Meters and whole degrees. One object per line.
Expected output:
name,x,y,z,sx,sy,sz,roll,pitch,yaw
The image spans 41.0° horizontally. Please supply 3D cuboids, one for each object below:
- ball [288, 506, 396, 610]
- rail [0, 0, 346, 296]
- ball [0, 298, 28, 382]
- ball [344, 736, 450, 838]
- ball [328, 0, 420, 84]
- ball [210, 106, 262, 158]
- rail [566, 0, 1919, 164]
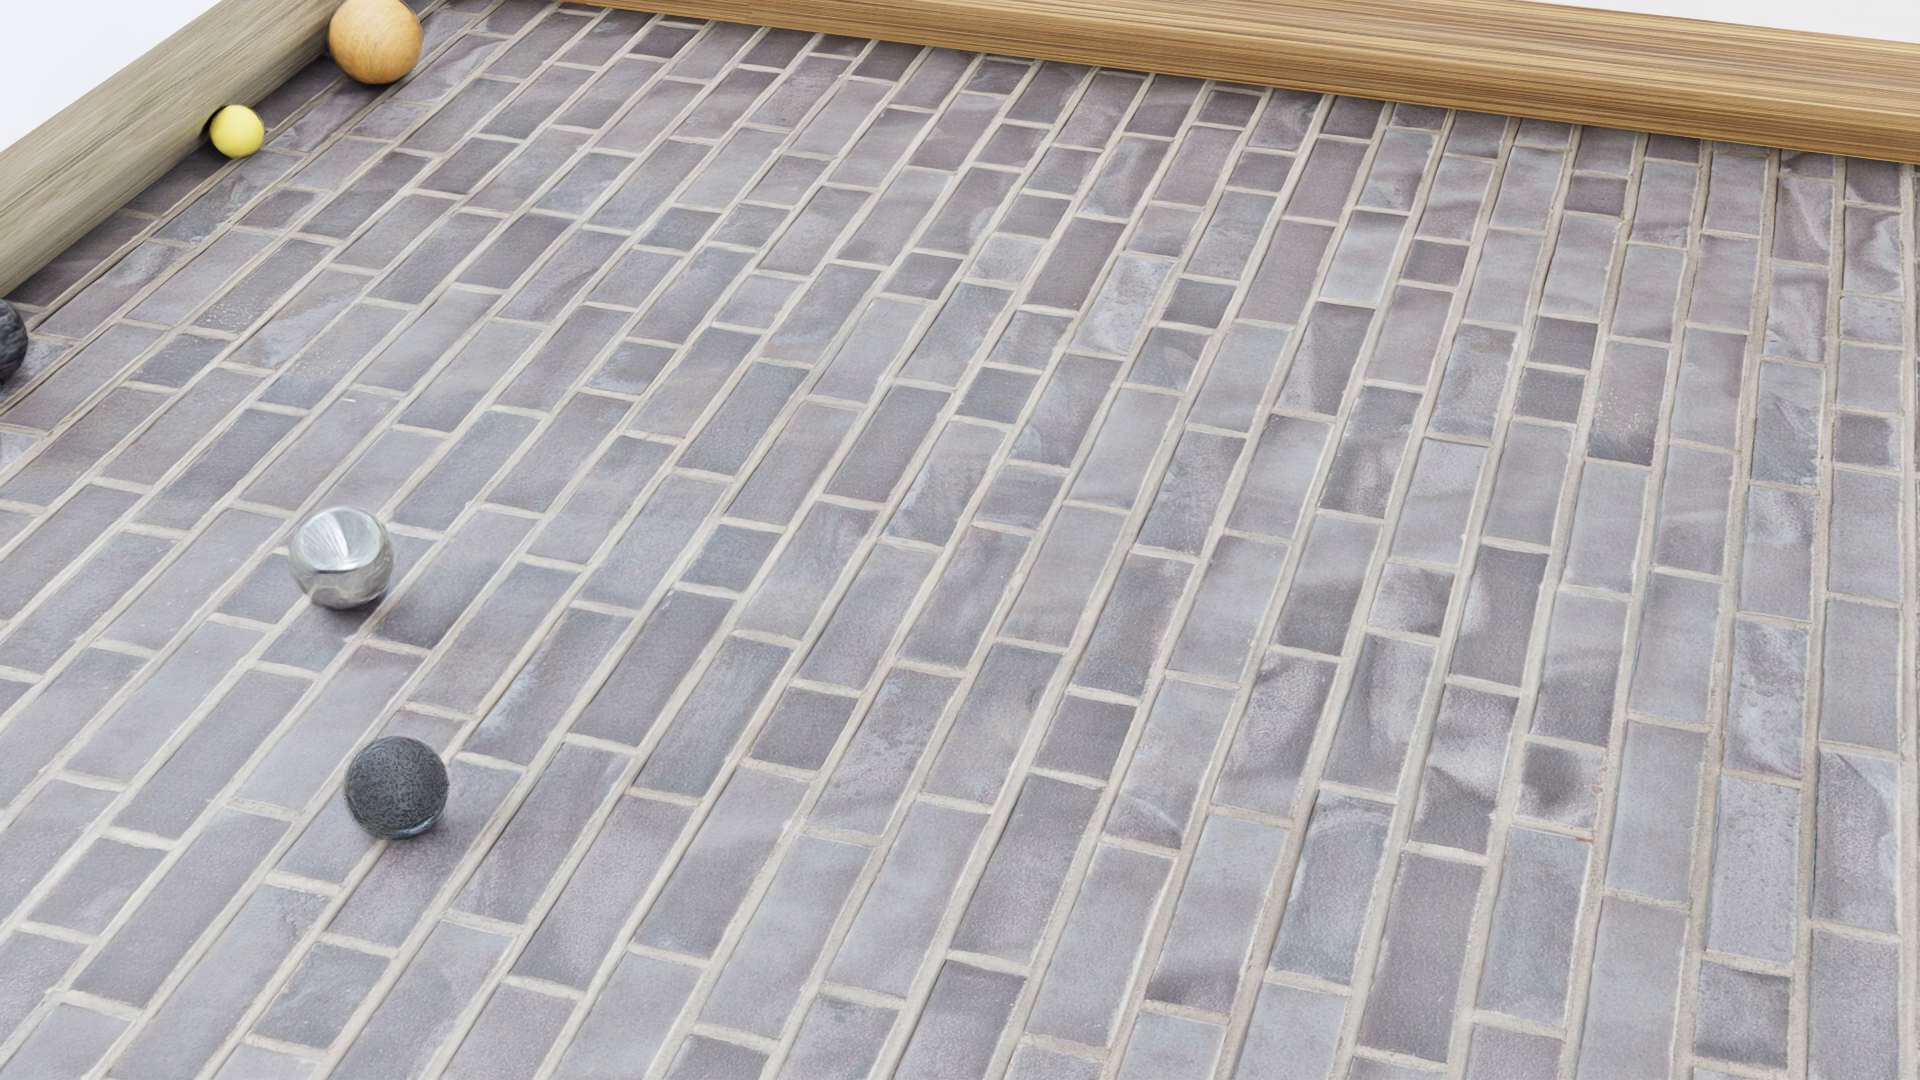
ball,-0.480,0.014,1.995,0.081,0.081,0.081,0,33,0
rail,-0.944,-0.184,2.248,0.045,0.130,2.060,10,35,14
ball,-0.874,-0.178,2.282,0.084,0.084,0.084,0,33,0
ball,-0.388,0.170,1.767,0.071,0.071,0.071,0,33,0
ball,-0.648,-0.555,2.839,0.100,0.100,0.100,0,33,0
ball,-0.758,-0.428,2.688,0.054,0.054,0.054,0,33,0
rail,1.261,-0.392,2.562,4.043,0.130,0.045,10,35,14
